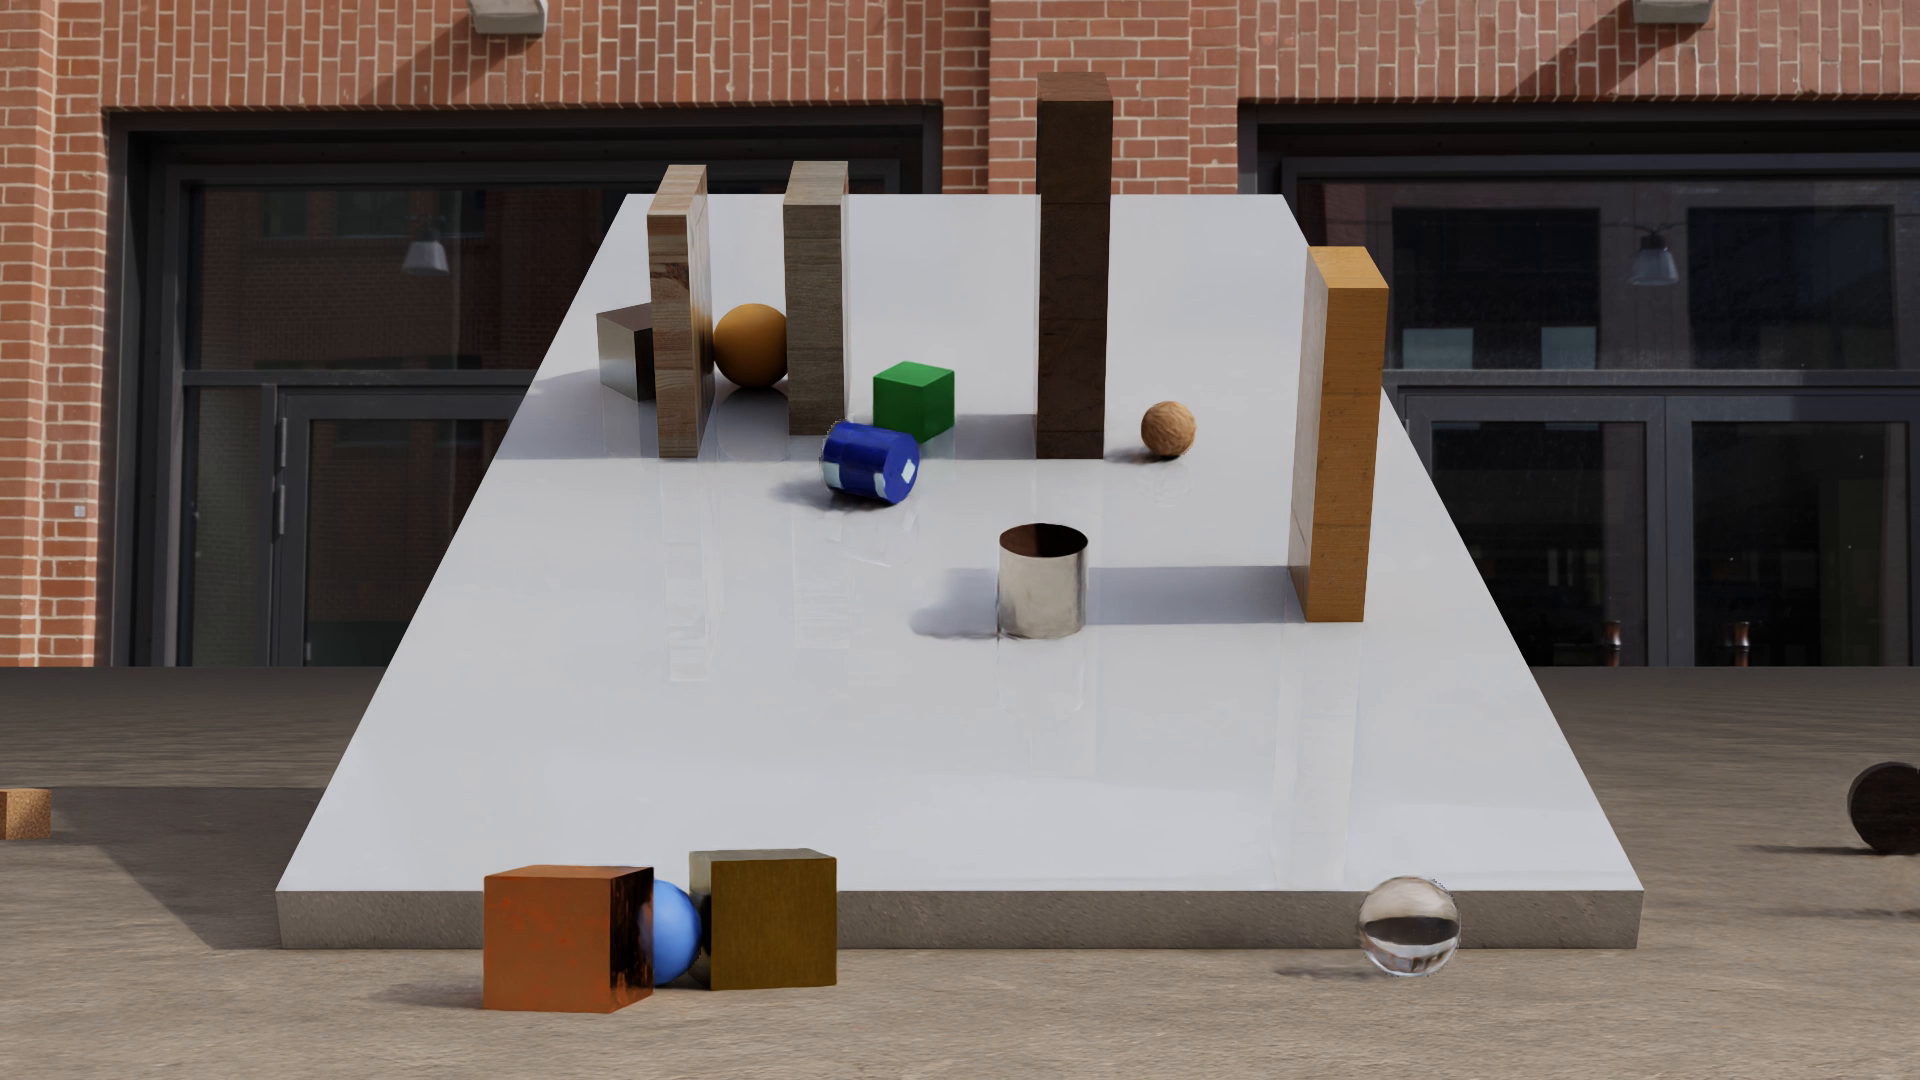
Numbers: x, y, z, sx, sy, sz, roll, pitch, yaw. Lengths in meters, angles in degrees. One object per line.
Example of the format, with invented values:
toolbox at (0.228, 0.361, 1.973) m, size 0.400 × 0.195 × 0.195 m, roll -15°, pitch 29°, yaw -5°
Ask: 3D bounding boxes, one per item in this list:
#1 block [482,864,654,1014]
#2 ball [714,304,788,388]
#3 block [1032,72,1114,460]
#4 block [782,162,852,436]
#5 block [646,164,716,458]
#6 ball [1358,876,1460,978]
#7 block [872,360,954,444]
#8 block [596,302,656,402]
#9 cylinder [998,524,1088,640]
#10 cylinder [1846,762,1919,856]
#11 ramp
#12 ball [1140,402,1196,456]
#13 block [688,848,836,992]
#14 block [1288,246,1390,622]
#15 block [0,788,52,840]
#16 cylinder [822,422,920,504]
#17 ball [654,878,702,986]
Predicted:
block at (-0.486, 0.495, 2.888) m, size 0.162 × 0.162 × 0.162 m, roll -1°, pitch -3°, yaw 11°
ball at (-0.479, -0.452, 5.384) m, size 0.199 × 0.199 × 0.199 m, roll 0°, pitch -3°, yaw 0°
block at (0.238, -0.588, 4.970) m, size 0.144 × 0.778 × 0.286 m, roll 0°, pitch 23°, yaw 0°
block at (-0.317, -0.548, 5.197) m, size 0.123 × 0.523 × 0.384 m, roll 0°, pitch 23°, yaw 0°
block at (-0.609, -0.509, 5.084) m, size 0.082 × 0.538 × 0.424 m, roll 0°, pitch 23°, yaw 0°
ball at (0.604, 0.520, 3.113) m, size 0.136 × 0.136 × 0.136 m, roll 0°, pitch -3°, yaw 0°
block at (-0.102, -0.308, 5.135) m, size 0.131 × 0.131 × 0.131 m, roll 14°, pitch 27°, yaw 29°
block at (-0.727, -0.442, 5.396) m, size 0.171 × 0.171 × 0.171 m, roll -17°, pitch 28°, yaw -35°
cylinder at (0.150, 0.074, 4.201) m, size 0.160 × 0.160 × 0.160 m, roll 0°, pitch 23°, yaw 0°
cylinder at (2.076, 0.595, 5.127) m, size 0.196 × 0.196 × 0.196 m, roll -1°, pitch -3°, yaw 18°
ramp at (-0.007, -0.226, 5.237) m, size 2.000 × 0.100 × 4.000 m, roll 0°, pitch 23°, yaw 0°
ball at (0.450, -0.240, 4.992) m, size 0.120 × 0.120 × 0.120 m, roll 0°, pitch -3°, yaw 0°
block at (-0.265, 0.503, 3.087) m, size 0.167 × 0.167 × 0.167 m, roll 1°, pitch -3°, yaw -17°
block at (0.686, -0.192, 4.224) m, size 0.104 × 0.635 × 0.259 m, roll 0°, pitch 23°, yaw 0°
block at (-2.272, 0.659, 5.566) m, size 0.114 × 0.114 × 0.114 m, roll -2°, pitch -4°, yaw 38°
cylinder at (-0.184, -0.161, 4.770) m, size 0.146 × 0.146 × 0.146 m, roll 12°, pitch 3°, yaw 26°
ball at (-0.407, 0.514, 3.025) m, size 0.140 × 0.140 × 0.140 m, roll 0°, pitch -3°, yaw 0°
